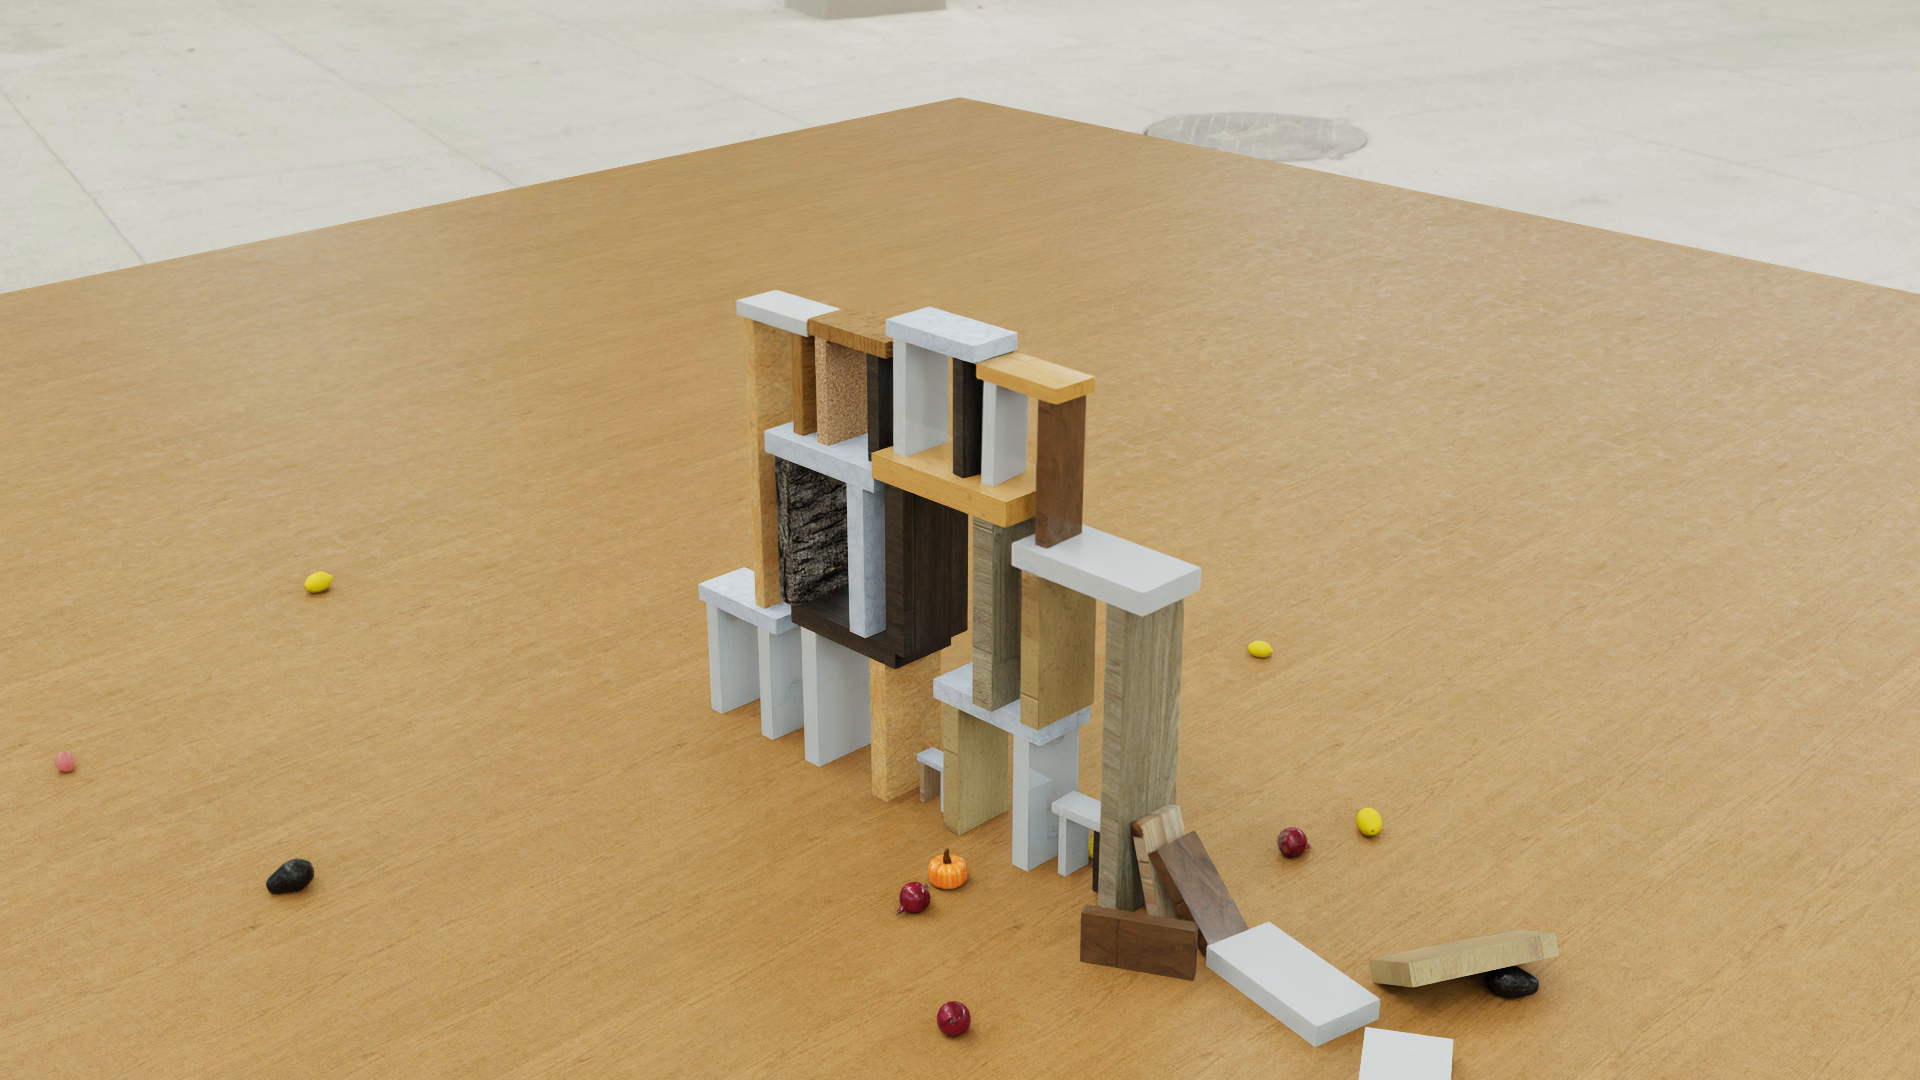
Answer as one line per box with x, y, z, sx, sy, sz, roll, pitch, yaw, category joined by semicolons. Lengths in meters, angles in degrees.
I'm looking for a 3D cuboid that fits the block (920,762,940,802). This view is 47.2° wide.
-0.061;0.487;4.496;0.013;0.091;0.045;21;31;41;block

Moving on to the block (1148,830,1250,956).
0.437;0.645;4.022;0.104;0.207;0.029;-20;-13;-39;block

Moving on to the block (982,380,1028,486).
0.083;-0.208;4.043;0.028;0.200;0.100;19;29;34;block

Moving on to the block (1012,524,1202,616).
0.261;0.048;3.956;0.314;0.044;0.157;21;31;40;block

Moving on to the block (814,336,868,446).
-0.233;-0.307;4.352;0.031;0.220;0.110;21;31;40;block

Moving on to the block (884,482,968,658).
-0.064;0.036;4.308;0.050;0.356;0.178;22;31;40;block

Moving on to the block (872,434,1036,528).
0.020;-0.118;4.152;0.355;0.050;0.178;21;31;41;block

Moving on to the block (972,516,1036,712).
0.104;0.116;4.161;0.050;0.387;0.178;21;31;40;block

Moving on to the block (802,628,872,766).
-0.257;0.307;4.638;0.044;0.312;0.156;21;31;41;block

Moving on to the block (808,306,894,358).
-0.180;-0.402;4.254;0.220;0.031;0.110;21;31;40;block

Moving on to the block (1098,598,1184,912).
0.330;0.389;4.027;0.157;0.639;0.044;-20;30;-39;block

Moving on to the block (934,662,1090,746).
0.099;0.309;4.252;0.284;0.040;0.142;21;31;41;block

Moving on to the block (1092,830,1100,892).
0.282;0.599;4.178;0.019;0.133;0.067;21;31;41;block

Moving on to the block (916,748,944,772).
-0.040;0.448;4.456;0.091;0.013;0.045;21;31;41;block

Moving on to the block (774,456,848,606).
-0.300;-0.039;4.530;0.160;0.320;0.045;-21;31;-40;block

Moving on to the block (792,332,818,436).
-0.286;-0.324;4.403;0.030;0.212;0.106;22;31;40;block

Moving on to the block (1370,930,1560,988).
0.889;0.738;3.884;0.292;0.041;0.146;-8;-5;-18;block

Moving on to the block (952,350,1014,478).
0.043;-0.238;4.075;0.115;0.229;0.033;-16;27;-32;block

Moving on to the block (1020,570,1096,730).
0.184;0.182;4.098;0.044;0.314;0.157;21;31;41;block

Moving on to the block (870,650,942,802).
-0.110;0.364;4.502;0.044;0.312;0.156;21;31;41;block

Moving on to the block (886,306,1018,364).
-0.017;-0.381;4.078;0.229;0.033;0.115;21;31;40;block

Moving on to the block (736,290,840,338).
-0.337;-0.454;4.399;0.212;0.030;0.106;21;31;40;block

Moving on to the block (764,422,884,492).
-0.224;-0.178;4.388;0.320;0.045;0.160;21;31;40;block

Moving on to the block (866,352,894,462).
-0.128;-0.266;4.257;0.031;0.221;0.110;21;31;40;block

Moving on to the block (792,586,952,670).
-0.184;0.172;4.500;0.312;0.044;0.156;21;31;41;block

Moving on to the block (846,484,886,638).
-0.149;0.020;4.390;0.160;0.320;0.045;-21;31;-41;block

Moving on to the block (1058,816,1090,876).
0.219;0.575;4.235;0.019;0.133;0.067;21;31;41;block

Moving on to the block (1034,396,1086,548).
0.181;-0.131;3.961;0.028;0.279;0.100;20;30;38;block

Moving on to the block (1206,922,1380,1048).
0.583;0.779;3.873;0.146;0.041;0.292;-14;27;-30;block

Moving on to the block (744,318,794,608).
-0.388;-0.168;4.581;0.106;0.640;0.030;-21;31;-41;block

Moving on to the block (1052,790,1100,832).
0.247;0.518;4.176;0.133;0.019;0.067;19;29;37;block

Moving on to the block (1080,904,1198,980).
0.320;0.720;3.932;0.207;0.103;0.029;7;24;16;block

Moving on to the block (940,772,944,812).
-0.019;0.504;4.457;0.013;0.091;0.045;21;31;41;block

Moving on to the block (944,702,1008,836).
0.032;0.433;4.377;0.040;0.284;0.142;21;31;41;block

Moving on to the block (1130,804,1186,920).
0.380;0.605;4.071;0.104;0.207;0.029;-20;14;-39;block

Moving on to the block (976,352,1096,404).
0.135;-0.292;3.947;0.100;0.028;0.200;-21;31;-40;block

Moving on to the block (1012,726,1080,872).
0.166;0.485;4.254;0.040;0.284;0.142;21;31;41;block

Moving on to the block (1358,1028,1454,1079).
0.721;0.904;3.577;0.146;0.041;0.292;6;24;13;block

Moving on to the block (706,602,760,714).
-0.493;0.242;4.859;0.037;0.258;0.129;21;31;41;block

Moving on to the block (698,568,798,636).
-0.432;0.130;4.746;0.129;0.037;0.258;-21;31;-41;block

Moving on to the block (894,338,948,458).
-0.074;-0.283;4.182;0.033;0.229;0.115;22;31;40;block

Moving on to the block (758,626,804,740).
-0.371;0.290;4.747;0.037;0.258;0.129;21;31;41;block
